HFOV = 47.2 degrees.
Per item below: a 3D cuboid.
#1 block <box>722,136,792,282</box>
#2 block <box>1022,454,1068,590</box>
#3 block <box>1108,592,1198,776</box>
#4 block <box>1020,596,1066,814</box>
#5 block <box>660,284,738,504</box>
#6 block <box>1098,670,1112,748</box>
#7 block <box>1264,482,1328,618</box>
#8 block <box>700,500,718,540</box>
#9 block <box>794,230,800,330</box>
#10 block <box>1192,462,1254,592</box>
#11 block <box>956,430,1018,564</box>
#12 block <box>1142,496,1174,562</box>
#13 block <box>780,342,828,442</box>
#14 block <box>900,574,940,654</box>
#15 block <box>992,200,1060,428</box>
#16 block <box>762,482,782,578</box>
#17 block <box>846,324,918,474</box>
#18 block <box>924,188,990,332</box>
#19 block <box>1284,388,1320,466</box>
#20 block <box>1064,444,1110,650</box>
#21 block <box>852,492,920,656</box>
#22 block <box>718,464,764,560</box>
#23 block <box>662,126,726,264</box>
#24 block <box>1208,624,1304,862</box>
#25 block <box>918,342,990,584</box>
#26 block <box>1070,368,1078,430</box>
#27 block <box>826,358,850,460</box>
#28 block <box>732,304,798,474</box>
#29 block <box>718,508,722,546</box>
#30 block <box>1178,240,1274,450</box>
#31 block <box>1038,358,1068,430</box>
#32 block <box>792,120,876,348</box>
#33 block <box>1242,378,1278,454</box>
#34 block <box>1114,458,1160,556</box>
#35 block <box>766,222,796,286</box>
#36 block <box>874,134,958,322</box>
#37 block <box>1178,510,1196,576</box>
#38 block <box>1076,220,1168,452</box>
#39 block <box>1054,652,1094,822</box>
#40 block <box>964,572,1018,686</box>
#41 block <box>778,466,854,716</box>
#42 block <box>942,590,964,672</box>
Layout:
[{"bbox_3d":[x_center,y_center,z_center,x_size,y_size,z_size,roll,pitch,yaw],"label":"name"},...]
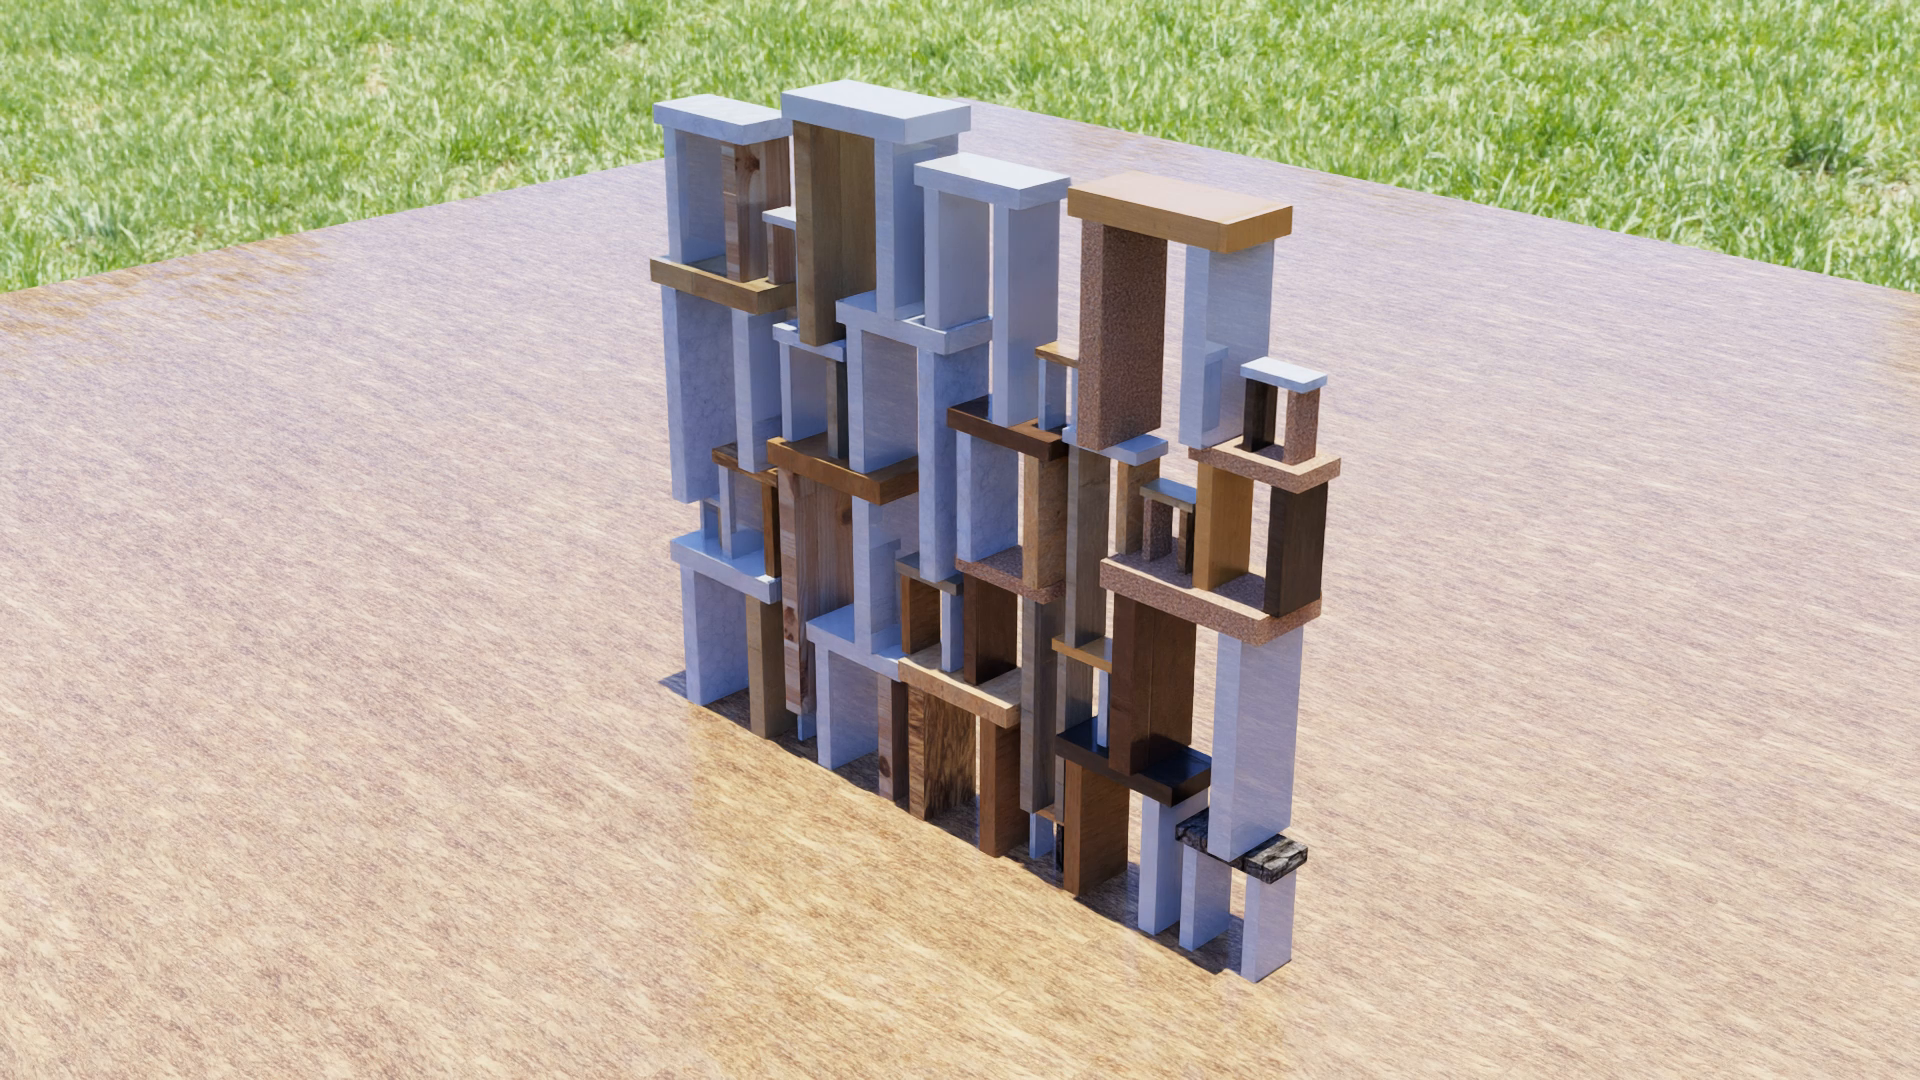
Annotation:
[{"bbox_3d":[-0.402,-0.665,4.381,0.140,0.281,0.040,-21,31,-40],"label":"block"},{"bbox_3d":[0.173,-0.050,4.010,0.128,0.256,0.036,-21,31,-40],"label":"block"},{"bbox_3d":[0.347,0.233,3.944,0.174,0.348,0.049,-21,31,-41],"label":"block"},{"bbox_3d":[0.167,0.299,4.176,0.115,0.449,0.033,-21,31,-40],"label":"block"},{"bbox_3d":[-0.541,-0.326,4.677,0.049,0.477,0.172,21,31,41],"label":"block"},{"bbox_3d":[0.288,0.297,4.042,0.077,0.154,0.022,-21,31,-41],"label":"block"},{"bbox_3d":[0.553,0.005,3.620,0.113,0.227,0.032,-21,31,-41],"label":"block"},{"bbox_3d":[-0.544,-0.051,4.791,0.013,0.093,0.046,21,31,40],"label":"block"},{"bbox_3d":[-0.292,-0.516,4.322,0.018,0.200,0.063,21,31,40],"label":"block"},{"bbox_3d":[0.446,-0.037,3.719,0.113,0.227,0.032,-21,31,-41],"label":"block"},{"bbox_3d":[0.052,-0.097,4.122,0.128,0.256,0.036,-21,31,-40],"label":"block"},{"bbox_3d":[0.345,-0.026,3.832,0.059,0.119,0.017,-21,31,-41],"label":"block"},{"bbox_3d":[-0.312,-0.310,4.430,0.029,0.206,0.103,21,31,40],"label":"block"},{"bbox_3d":[-0.077,0.135,4.361,0.024,0.169,0.085,21,31,41],"label":"block"},{"bbox_3d":[0.117,-0.409,3.919,0.130,0.404,0.037,-21,31,-40],"label":"block"},{"bbox_3d":[-0.361,-0.034,4.603,0.105,0.210,0.030,-21,31,-40],"label":"block"},{"bbox_3d":[-0.150,-0.289,4.269,0.042,0.293,0.147,21,31,40],"label":"block"},{"bbox_3d":[-0.005,-0.523,4.005,0.037,0.261,0.131,21,31,41],"label":"block"},{"bbox_3d":[0.550,-0.188,3.540,0.063,0.126,0.018,-21,31,-40],"label":"block"},{"bbox_3d":[0.231,0.003,3.978,0.024,0.394,0.086,21,31,40],"label":"block"},{"bbox_3d":[-0.136,0.048,4.396,0.047,0.332,0.166,21,31,41],"label":"block"},{"bbox_3d":[-0.461,-0.073,4.693,0.030,0.210,0.105,21,31,41],"label":"block"},{"bbox_3d":[-0.533,-0.717,4.504,0.040,0.281,0.140,22,31,40],"label":"block"},{"bbox_3d":[0.512,0.333,3.808,0.174,0.425,0.049,-21,31,-41],"label":"block"},{"bbox_3d":[-0.011,-0.157,4.176,0.042,0.464,0.147,21,31,40],"label":"block"},{"bbox_3d":[0.221,-0.256,3.877,0.016,0.112,0.056,21,31,41],"label":"block"},{"bbox_3d":[-0.214,-0.272,4.341,0.029,0.206,0.103,21,31,40],"label":"block"},{"bbox_3d":[-0.378,-0.324,4.502,0.049,0.344,0.172,21,31,40],"label":"block"},{"bbox_3d":[-0.500,-0.034,4.751,0.013,0.093,0.046,21,31,40],"label":"block"},{"bbox_3d":[0.438,-0.333,3.611,0.169,0.338,0.048,-21,31,-40],"label":"block"},{"bbox_3d":[0.166,-0.266,3.929,0.056,0.133,0.016,-21,31,-40],"label":"block"},{"bbox_3d":[-0.236,-0.600,4.222,0.047,0.434,0.167,21,31,40],"label":"block"},{"bbox_3d":[0.491,-0.211,3.595,0.063,0.126,0.018,-21,31,-40],"label":"block"},{"bbox_3d":[0.312,-0.067,3.860,0.024,0.172,0.086,21,31,41],"label":"block"},{"bbox_3d":[-0.352,-0.574,4.363,0.063,0.126,0.018,-21,31,-40],"label":"block"},{"bbox_3d":[-0.078,-0.585,4.058,0.047,0.334,0.167,21,31,40],"label":"block"},{"bbox_3d":[0.401,-0.004,3.780,0.059,0.119,0.017,-21,31,-41],"label":"block"},{"bbox_3d":[0.279,-0.366,3.770,0.048,0.400,0.169,21,31,40],"label":"block"},{"bbox_3d":[0.215,0.362,4.149,0.022,0.355,0.077,21,31,41],"label":"block"},{"bbox_3d":[0.059,0.156,4.234,0.033,0.230,0.115,21,31,41],"label":"block"},{"bbox_3d":[-0.292,0.088,4.582,0.047,0.550,0.166,21,31,40],"label":"block"},{"bbox_3d":[0.003,0.166,4.287,0.085,0.169,0.024,-21,31,-40],"label":"block"}]
